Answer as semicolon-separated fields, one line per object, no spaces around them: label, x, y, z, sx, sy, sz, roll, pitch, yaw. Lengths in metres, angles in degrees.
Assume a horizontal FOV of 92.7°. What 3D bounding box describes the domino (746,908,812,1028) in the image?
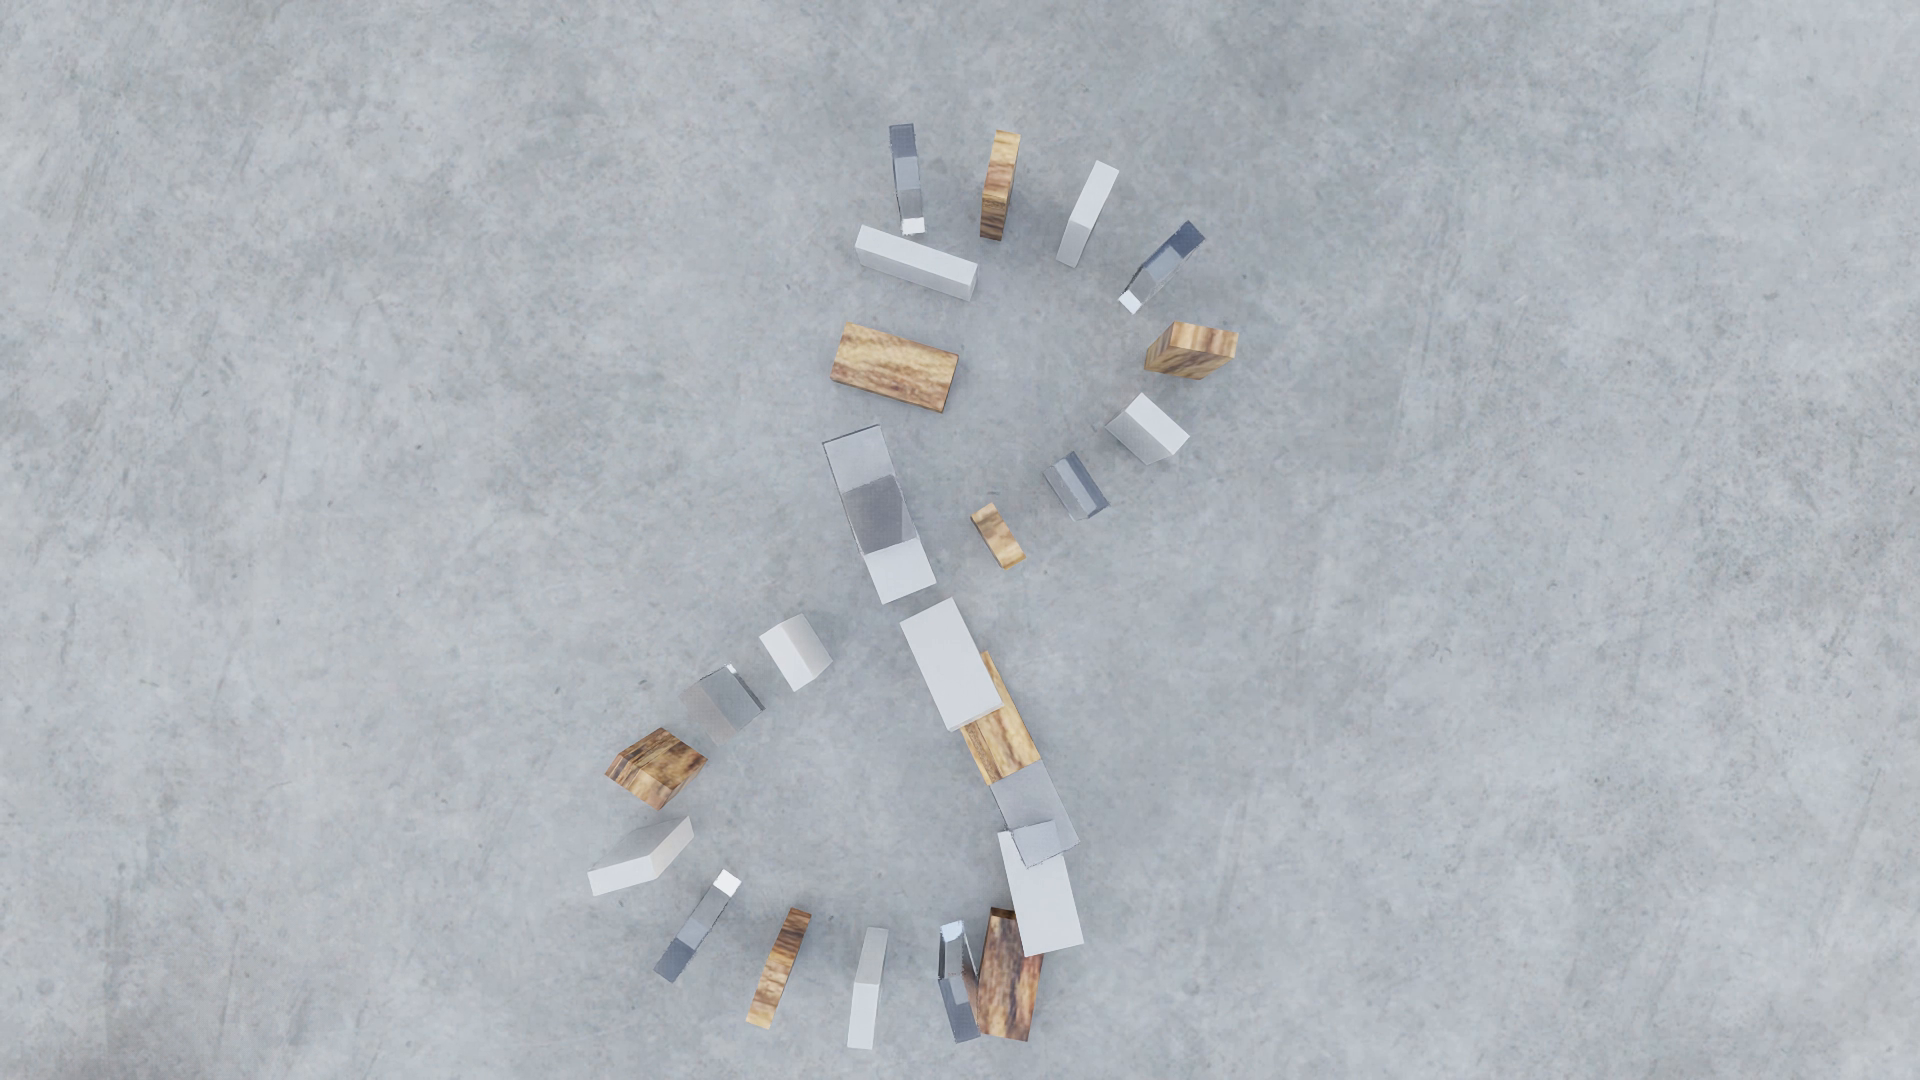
domino;-0.073;0.174;0.375;0.009;0.050;0.025;20;90;0

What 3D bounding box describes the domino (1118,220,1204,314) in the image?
domino;0.081;-0.110;0.375;0.025;0.050;0.009;-44;90;0

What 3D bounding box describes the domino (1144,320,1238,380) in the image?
domino;0.093;-0.077;0.375;0.025;0.050;0.010;11;90;0

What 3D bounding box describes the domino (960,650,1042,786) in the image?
domino;0.012;0.075;0.389;0.025;0.010;0.050;-27;75;0

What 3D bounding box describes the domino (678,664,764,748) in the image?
domino;-0.096;0.067;0.375;0.010;0.050;0.025;-38;90;0

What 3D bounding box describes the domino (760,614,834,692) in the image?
domino;-0.066;0.045;0.375;0.009;0.050;0.025;-33;90;0

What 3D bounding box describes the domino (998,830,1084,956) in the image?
domino;0.034;0.147;0.389;0.025;0.010;0.050;-13;75;0

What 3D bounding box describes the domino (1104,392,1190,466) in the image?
domino;0.075;-0.045;0.375;0.025;0.050;0.010;42;90;0

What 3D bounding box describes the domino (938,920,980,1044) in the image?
domino;0.000;0.179;0.375;0.009;0.050;0.025;-16;90;0

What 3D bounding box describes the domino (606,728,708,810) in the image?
domino;-0.123;0.093;0.375;0.025;0.050;0.009;34;90;0

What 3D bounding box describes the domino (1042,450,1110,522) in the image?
domino;0.046;-0.021;0.375;0.010;0.050;0.025;-34;90;0

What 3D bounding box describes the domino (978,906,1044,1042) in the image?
domino;0.021;0.187;0.395;0.025;0.009;0.050;11;90;0

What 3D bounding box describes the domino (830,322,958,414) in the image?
domino;-0.028;-0.074;0.395;0.050;0.010;0.025;17;90;0

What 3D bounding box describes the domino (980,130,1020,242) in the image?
domino;0.016;-0.144;0.375;0.009;0.050;0.025;12;90;0

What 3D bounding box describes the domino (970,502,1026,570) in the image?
domino;0.015;-0.001;0.375;0.009;0.050;0.025;-32;90;0

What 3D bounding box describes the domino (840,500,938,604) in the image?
domino;-0.031;0.000;0.395;0.025;0.009;0.050;-22;90;0

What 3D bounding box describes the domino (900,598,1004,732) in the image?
domino;-0.004;0.052;0.387;0.025;0.010;0.050;-26;69;0

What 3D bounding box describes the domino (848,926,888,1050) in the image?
domino;-0.037;0.182;0.375;0.010;0.050;0.025;6;90;0

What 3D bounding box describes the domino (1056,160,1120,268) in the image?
domino;0.051;-0.132;0.375;0.010;0.050;0.025;25;90;0

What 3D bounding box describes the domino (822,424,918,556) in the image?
domino;-0.038;-0.021;0.386;0.025;0.009;0.050;-19;90;0

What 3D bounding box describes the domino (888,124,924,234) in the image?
domino;-0.021;-0.146;0.375;0.009;0.050;0.025;-6;90;0

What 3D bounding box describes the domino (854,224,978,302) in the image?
domino;-0.018;-0.117;0.388;0.050;0.025;0.009;19;90;0

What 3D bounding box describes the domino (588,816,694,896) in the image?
domino;-0.129;0.128;0.375;0.025;0.050;0.009;-16;90;0

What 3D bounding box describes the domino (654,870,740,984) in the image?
domino;-0.106;0.157;0.375;0.010;0.050;0.025;35;90;0

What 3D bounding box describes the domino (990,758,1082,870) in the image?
domino;0.029;0.110;0.389;0.025;0.010;0.050;-26;74;0
